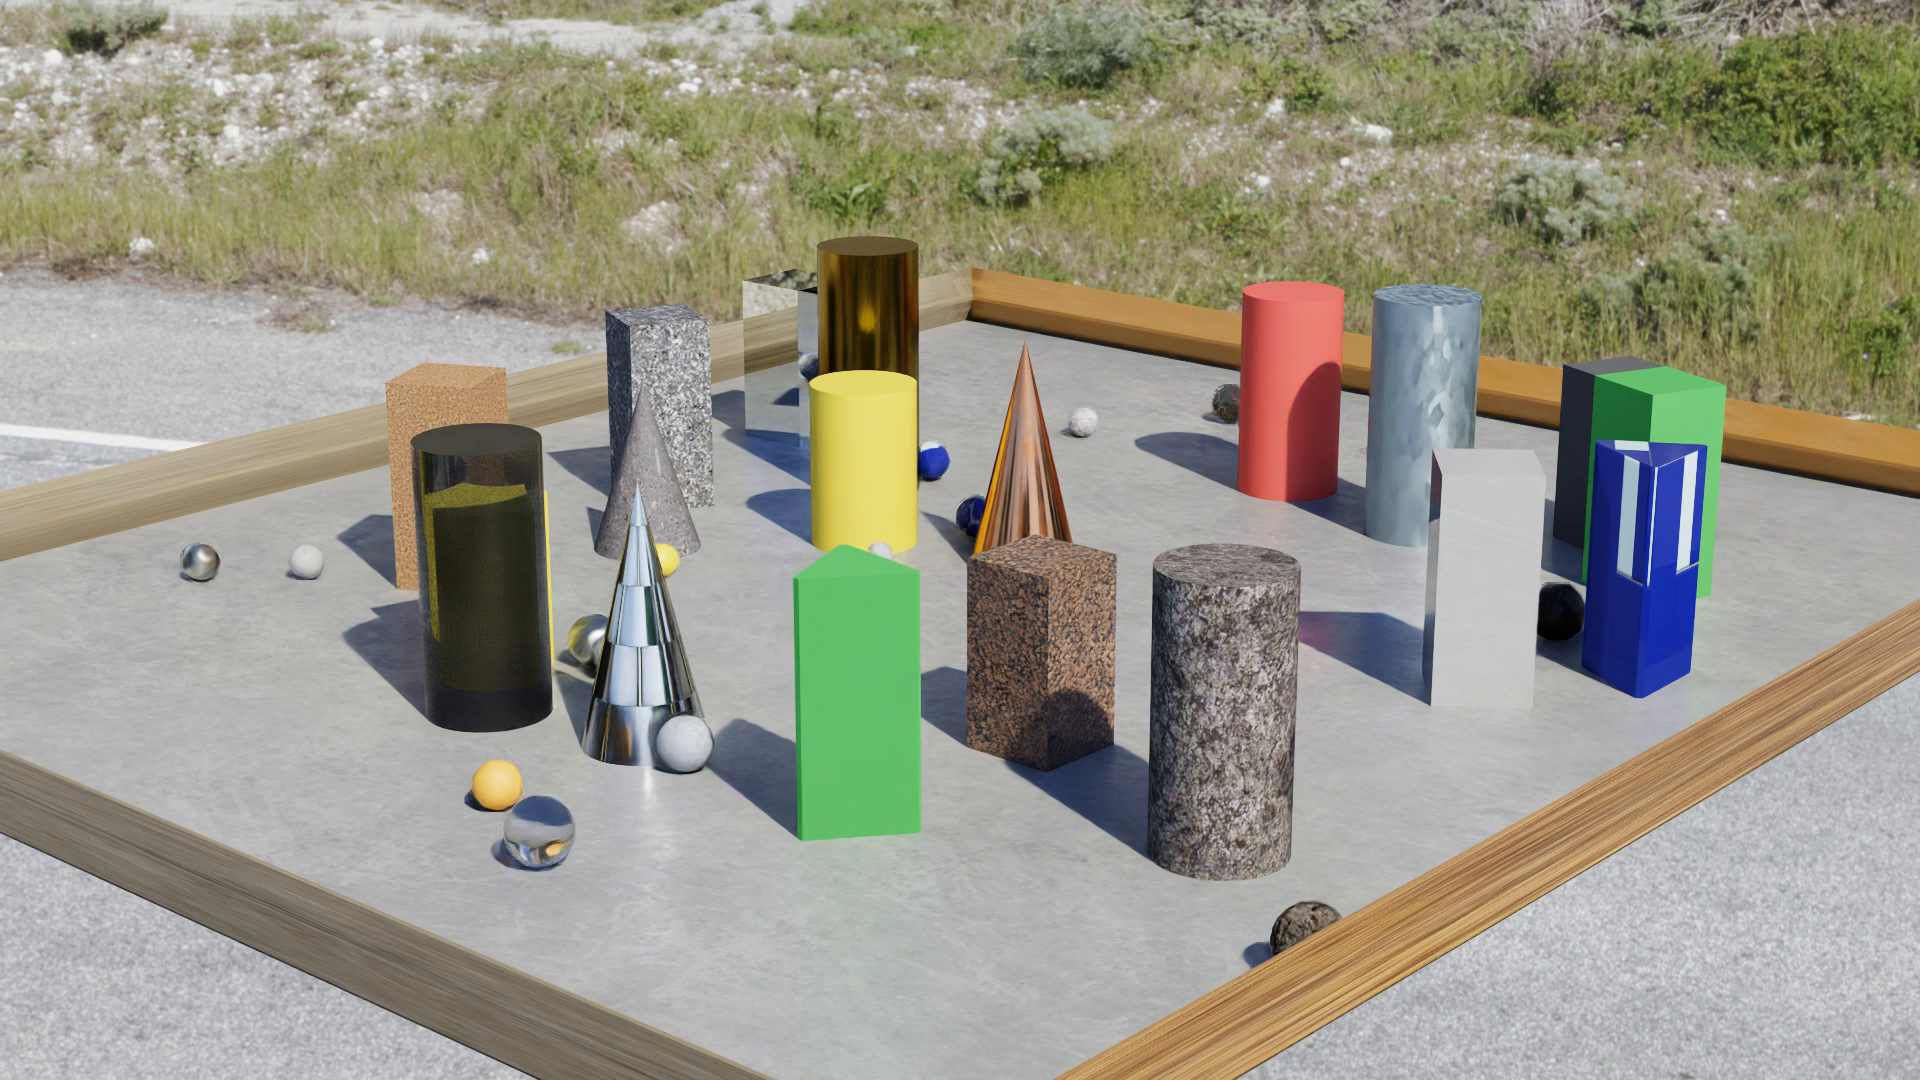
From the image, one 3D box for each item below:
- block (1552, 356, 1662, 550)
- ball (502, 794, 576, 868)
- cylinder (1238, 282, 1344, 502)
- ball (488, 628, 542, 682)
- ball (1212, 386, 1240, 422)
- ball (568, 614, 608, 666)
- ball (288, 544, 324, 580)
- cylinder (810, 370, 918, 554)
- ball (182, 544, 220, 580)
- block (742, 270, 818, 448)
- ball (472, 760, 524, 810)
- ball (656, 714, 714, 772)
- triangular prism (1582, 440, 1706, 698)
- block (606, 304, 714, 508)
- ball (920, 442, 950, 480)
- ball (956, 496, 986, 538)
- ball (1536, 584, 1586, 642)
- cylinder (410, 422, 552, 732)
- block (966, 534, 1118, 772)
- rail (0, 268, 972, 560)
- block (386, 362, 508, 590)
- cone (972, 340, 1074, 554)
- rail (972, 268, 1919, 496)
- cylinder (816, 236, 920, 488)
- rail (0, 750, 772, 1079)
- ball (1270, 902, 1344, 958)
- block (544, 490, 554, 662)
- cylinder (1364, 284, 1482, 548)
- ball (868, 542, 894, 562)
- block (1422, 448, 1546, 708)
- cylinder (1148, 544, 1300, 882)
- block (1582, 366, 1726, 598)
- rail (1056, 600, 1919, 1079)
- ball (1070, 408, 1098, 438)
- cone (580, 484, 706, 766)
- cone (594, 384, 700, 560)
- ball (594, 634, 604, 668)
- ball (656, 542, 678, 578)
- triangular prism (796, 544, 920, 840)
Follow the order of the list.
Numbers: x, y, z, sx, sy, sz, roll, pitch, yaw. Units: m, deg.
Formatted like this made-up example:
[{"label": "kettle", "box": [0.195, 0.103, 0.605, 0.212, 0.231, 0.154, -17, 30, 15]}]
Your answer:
[{"label": "block", "box": [1.211, -0.153, 5.389, 0.157, 0.330, 0.157, -8, 18, -24]}, {"label": "ball", "box": [-0.570, 0.394, 3.972, 0.098, 0.098, 0.098, 0, 17, 0]}, {"label": "cylinder", "box": [0.646, -0.292, 5.734, 0.197, 0.395, 0.197, 0, 17, 0]}, {"label": "ball", "box": [-0.712, 0.183, 4.691, 0.088, 0.088, 0.088, 0, 17, 0]}, {"label": "ball", "box": [0.580, -0.292, 6.283, 0.079, 0.079, 0.079, 0, 17, 0]}, {"label": "ball", "box": [-0.593, 0.163, 4.761, 0.086, 0.086, 0.086, 0, 17, 0]}, {"label": "ball", "box": [-1.162, 0.039, 5.215, 0.062, 0.062, 0.062, 0, 17, 0]}, {"label": "cylinder", "box": [-0.177, -0.143, 5.403, 0.197, 0.301, 0.197, 0, 17, 0]}, {"label": "ball", "box": [-1.348, 0.039, 5.208, 0.065, 0.065, 0.065, 0, 17, 0]}, {"label": "block", "box": [-0.341, -0.382, 6.145, 0.157, 0.332, 0.157, 14, 22, 38]}, {"label": "ball", "box": [-0.658, 0.348, 4.171, 0.072, 0.072, 0.072, 0, 17, 0]}, {"label": "ball", "box": [-0.404, 0.299, 4.313, 0.084, 0.084, 0.084, 0, 17, 0]}, {"label": "triangular prism", "box": [1.069, 0.036, 4.675, 0.148, 0.379, 0.170, 14, 22, 38]}, {"label": "block", "box": [-0.579, -0.254, 5.656, 0.157, 0.368, 0.157, -7, 18, -23]}, {"label": "ball", "box": [-0.058, -0.158, 5.845, 0.075, 0.075, 0.075, 0, 17, 0]}, {"label": "ball", "box": [0.030, -0.043, 5.462, 0.076, 0.076, 0.076, 0, 17, 0]}, {"label": "ball", "box": [0.995, 0.120, 4.887, 0.097, 0.097, 0.097, 0, 17, 0]}, {"label": "cylinder", "box": [-0.733, 0.057, 4.506, 0.197, 0.437, 0.197, 0, 17, 0]}, {"label": "block", "box": [0.121, 0.167, 4.378, 0.157, 0.300, 0.157, 14, 22, 39]}, {"label": "rail", "box": [-1.072, -0.237, 6.011, 0.045, 0.128, 3.407, 14, 22, 39]}, {"label": "block", "box": [-0.896, -0.109, 5.164, 0.157, 0.374, 0.157, 4, 17, 14]}, {"label": "cone", "box": [0.115, -0.155, 5.239, 0.197, 0.419, 0.197, 0, 17, 0]}, {"label": "rail", "box": [1.101, -0.334, 6.335, 2.886, 0.128, 0.045, 14, 22, 39]}, {"label": "cylinder", "box": [-0.178, -0.336, 5.727, 0.197, 0.484, 0.197, 0, 17, 0]}, {"label": "rail", "box": [-1.101, 0.398, 3.905, 2.886, 0.128, 0.045, 14, 22, 39]}, {"label": "ball", "box": [0.434, 0.497, 3.633, 0.098, 0.098, 0.098, 0, 17, 0]}, {"label": "block", "box": [-0.773, 0.056, 4.764, 0.157, 0.290, 0.157, -12, 21, -35]}, {"label": "cylinder", "box": [0.856, -0.231, 5.432, 0.197, 0.454, 0.197, 0, 17, 0]}, {"label": "ball", "box": [-0.144, 0.028, 5.277, 0.047, 0.047, 0.047, 0, 17, 0]}, {"label": "block", "box": [0.820, 0.059, 4.605, 0.157, 0.375, 0.157, 1, 17, 3]}, {"label": "cylinder", "box": [0.356, 0.231, 3.968, 0.197, 0.414, 0.197, 0, 17, 0]}, {"label": "block", "box": [1.207, -0.094, 5.107, 0.157, 0.378, 0.157, -8, 19, -25]}, {"label": "rail", "box": [1.072, 0.301, 4.229, 0.045, 0.128, 3.407, 14, 22, 39]}, {"label": "ball", "box": [0.260, -0.248, 6.165, 0.062, 0.062, 0.062, 0, 17, 0]}, {"label": "cone", "box": [-0.475, 0.111, 4.375, 0.197, 0.409, 0.197, 0, 17, 0]}, {"label": "cone", "box": [-0.577, -0.138, 5.366, 0.197, 0.313, 0.197, 0, 17, 0]}, {"label": "ball", "box": [-0.543, 0.184, 4.694, 0.086, 0.086, 0.086, 0, 17, 0]}, {"label": "ball", "box": [-0.533, 0.036, 5.225, 0.062, 0.062, 0.062, 0, 17, 0]}, {"label": "triangular prism", "box": [-0.152, 0.209, 4.098, 0.170, 0.381, 0.148, -3, 17, -10]}]
